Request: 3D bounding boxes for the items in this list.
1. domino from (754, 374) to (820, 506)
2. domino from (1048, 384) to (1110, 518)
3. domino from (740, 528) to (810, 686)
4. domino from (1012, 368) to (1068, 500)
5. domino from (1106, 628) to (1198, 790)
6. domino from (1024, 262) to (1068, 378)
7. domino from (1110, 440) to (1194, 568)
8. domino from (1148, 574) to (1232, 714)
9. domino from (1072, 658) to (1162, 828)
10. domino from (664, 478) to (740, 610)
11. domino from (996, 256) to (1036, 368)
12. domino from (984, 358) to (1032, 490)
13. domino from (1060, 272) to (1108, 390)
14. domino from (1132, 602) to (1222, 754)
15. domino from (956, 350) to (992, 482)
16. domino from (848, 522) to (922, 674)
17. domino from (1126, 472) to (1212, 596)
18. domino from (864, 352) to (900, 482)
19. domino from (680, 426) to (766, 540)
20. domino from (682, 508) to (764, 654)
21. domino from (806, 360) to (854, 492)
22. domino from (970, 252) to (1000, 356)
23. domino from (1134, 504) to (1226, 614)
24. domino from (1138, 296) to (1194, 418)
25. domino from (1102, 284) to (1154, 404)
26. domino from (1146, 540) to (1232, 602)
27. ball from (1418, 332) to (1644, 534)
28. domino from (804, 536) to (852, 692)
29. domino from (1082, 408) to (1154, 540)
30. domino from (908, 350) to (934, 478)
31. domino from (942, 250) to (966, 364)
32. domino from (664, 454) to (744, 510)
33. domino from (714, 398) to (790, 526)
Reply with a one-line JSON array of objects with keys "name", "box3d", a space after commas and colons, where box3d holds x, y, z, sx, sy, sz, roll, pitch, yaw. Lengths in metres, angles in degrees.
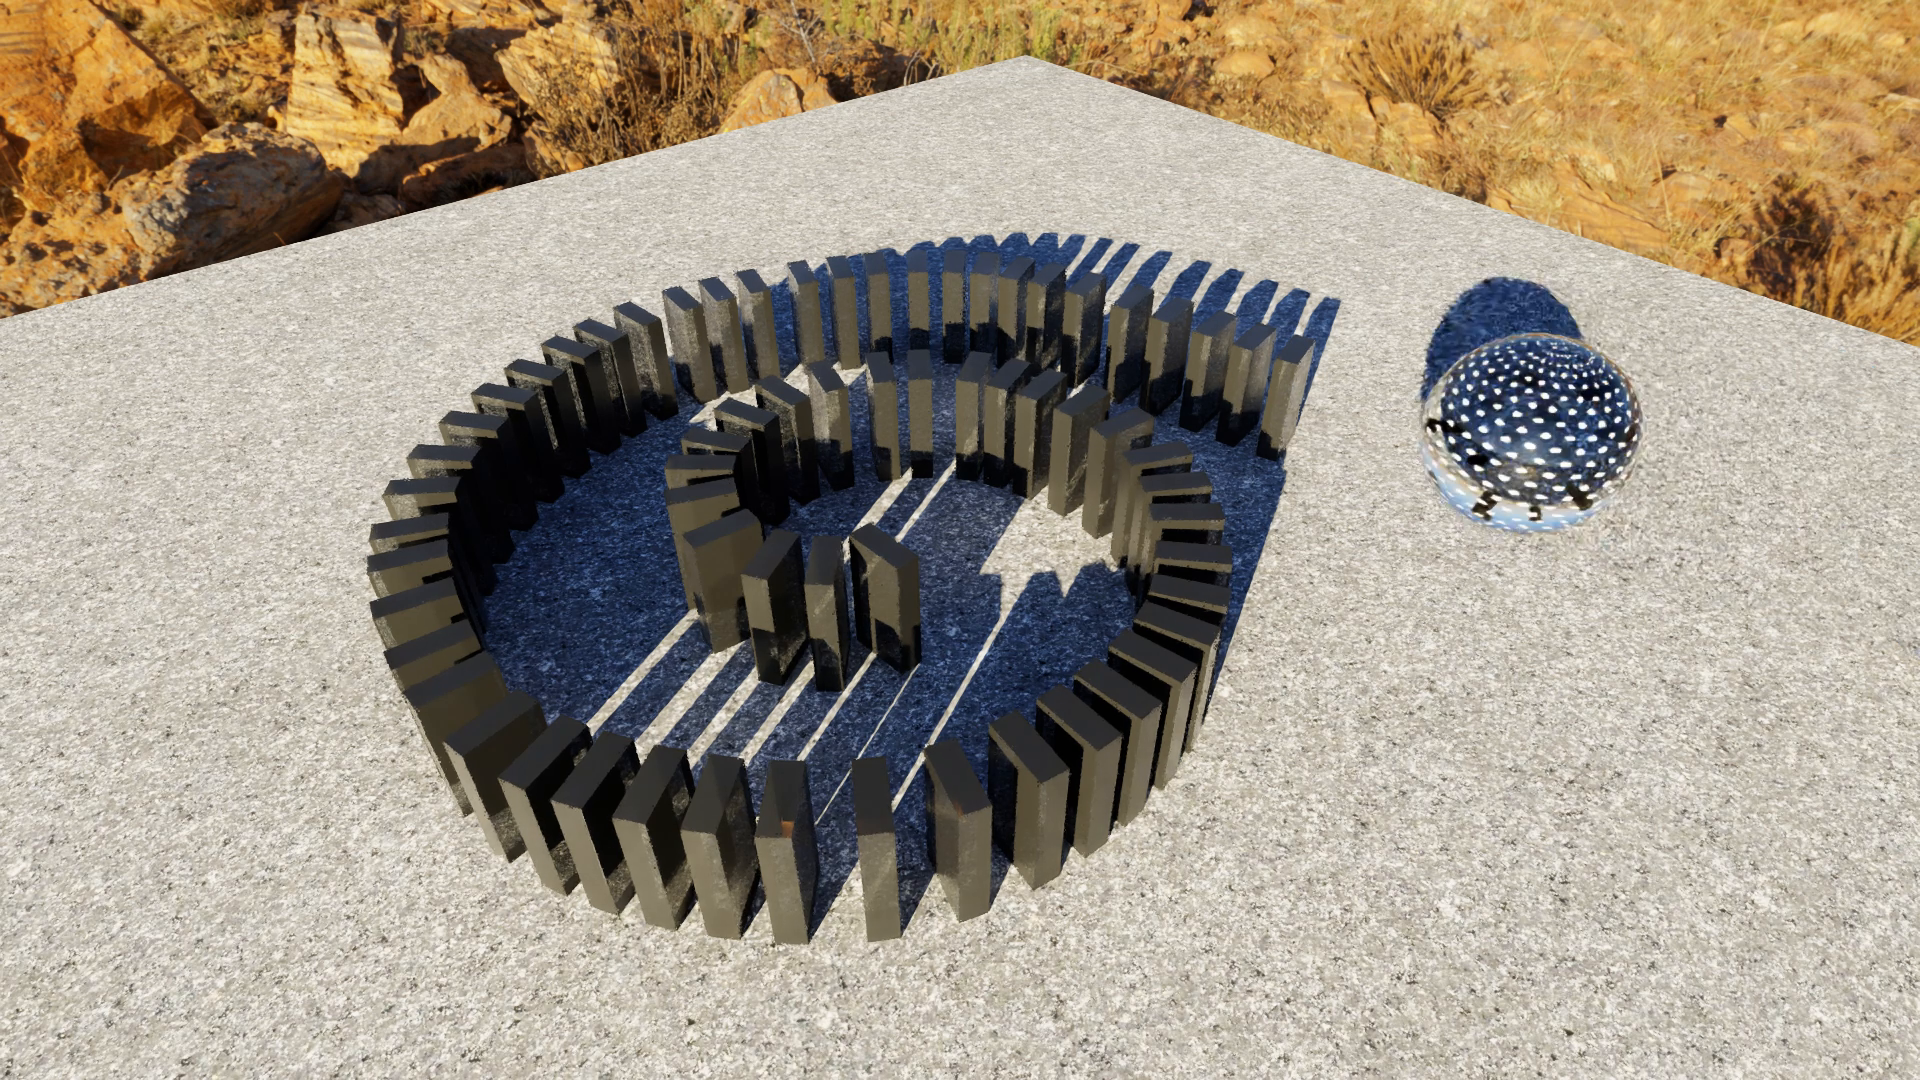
[{"name": "domino", "box3d": [-0.072, -0.042, 0.462, 0.009, 0.050, 0.025, -32, 49, -33]}, {"name": "domino", "box3d": [0.049, -0.037, 0.456, 0.009, 0.050, 0.025, 31, 48, 32]}, {"name": "domino", "box3d": [-0.063, 0.024, 0.382, 0.009, 0.050, 0.025, 12, 41, 14]}, {"name": "domino", "box3d": [0.034, -0.045, 0.466, 0.010, 0.050, 0.025, 24, 45, 26]}, {"name": "domino", "box3d": [0.058, 0.054, 0.346, 0.025, 0.050, 0.010, 27, 46, 29]}, {"name": "domino", "box3d": [0.042, -0.108, 0.544, 0.009, 0.050, 0.025, 18, 43, 21]}, {"name": "domino", "box3d": [0.074, -0.013, 0.428, 0.025, 0.050, 0.009, -11, 41, -13]}, {"name": "domino", "box3d": [0.074, 0.035, 0.368, 0.025, 0.050, 0.009, 11, 41, 13]}, {"name": "domino", "box3d": [0.046, 0.062, 0.335, 0.009, 0.050, 0.025, -32, 49, -33]}, {"name": "domino", "box3d": [-0.093, 0.002, 0.409, 0.025, 0.050, 0.009, -12, 41, -14]}, {"name": "domino", "box3d": [0.028, -0.113, 0.549, 0.009, 0.050, 0.025, 15, 42, 17]}, {"name": "domino", "box3d": [0.020, -0.050, 0.472, 0.010, 0.050, 0.025, 18, 43, 20]}, {"name": "domino", "box3d": [0.060, -0.102, 0.536, 0.010, 0.050, 0.025, 22, 44, 24]}, {"name": "domino", "box3d": [0.067, 0.045, 0.356, 0.025, 0.050, 0.009, 20, 43, 22]}, {"name": "domino", "box3d": [0.006, -0.053, 0.476, 0.010, 0.050, 0.025, 9, 40, 11]}, {"name": "domino", "box3d": [-0.026, 0.021, 0.386, 0.009, 0.050, 0.025, -32, 49, -33]}, {"name": "domino", "box3d": [0.078, -0.002, 0.414, 0.025, 0.050, 0.010, -5, 40, -6]}, {"name": "domino", "box3d": [-0.033, -0.053, 0.476, 0.010, 0.050, 0.025, -7, 40, -9]}, {"name": "domino", "box3d": [-0.093, -0.019, 0.435, 0.025, 0.050, 0.009, 11, 41, 14]}, {"name": "domino", "box3d": [-0.082, 0.015, 0.393, 0.025, 0.050, 0.009, -25, 46, -27]}, {"name": "domino", "box3d": [-0.055, -0.049, 0.471, 0.009, 0.050, 0.025, -16, 42, -18]}, {"name": "domino", "box3d": [0.013, -0.116, 0.553, 0.010, 0.050, 0.025, 9, 40, 11]}, {"name": "domino", "box3d": [0.079, 0.009, 0.400, 0.025, 0.050, 0.010, -1, 39, -1]}, {"name": "domino", "box3d": [0.097, -0.086, 0.516, 0.010, 0.050, 0.025, 26, 46, 28]}, {"name": "domino", "box3d": [0.080, -0.093, 0.525, 0.010, 0.050, 0.025, 24, 45, 27]}, {"name": "domino", "box3d": [0.078, 0.023, 0.383, 0.025, 0.050, 0.010, 5, 40, 6]}, {"name": "ball", "box3d": [0.226, -0.042, 0.439, 0.080, 0.080, 0.080, 0, 39, 0]}, {"name": "domino", "box3d": [-0.045, 0.026, 0.380, 0.010, 0.050, 0.025, 1, 39, 1]}, {"name": "domino", "box3d": [0.063, -0.026, 0.444, 0.025, 0.050, 0.009, -24, 45, -27]}, {"name": "domino", "box3d": [-0.017, -0.055, 0.478, 0.009, 0.050, 0.025, -2, 39, -2]}, {"name": "domino", "box3d": [-0.003, -0.117, 0.555, 0.009, 0.050, 0.025, 2, 39, 3]}, {"name": "domino", "box3d": [-0.096, -0.009, 0.423, 0.025, 0.050, 0.010, 0, 39, 1]}, {"name": "domino", "box3d": [-0.085, -0.031, 0.450, 0.025, 0.050, 0.009, 20, 43, 23]}]
